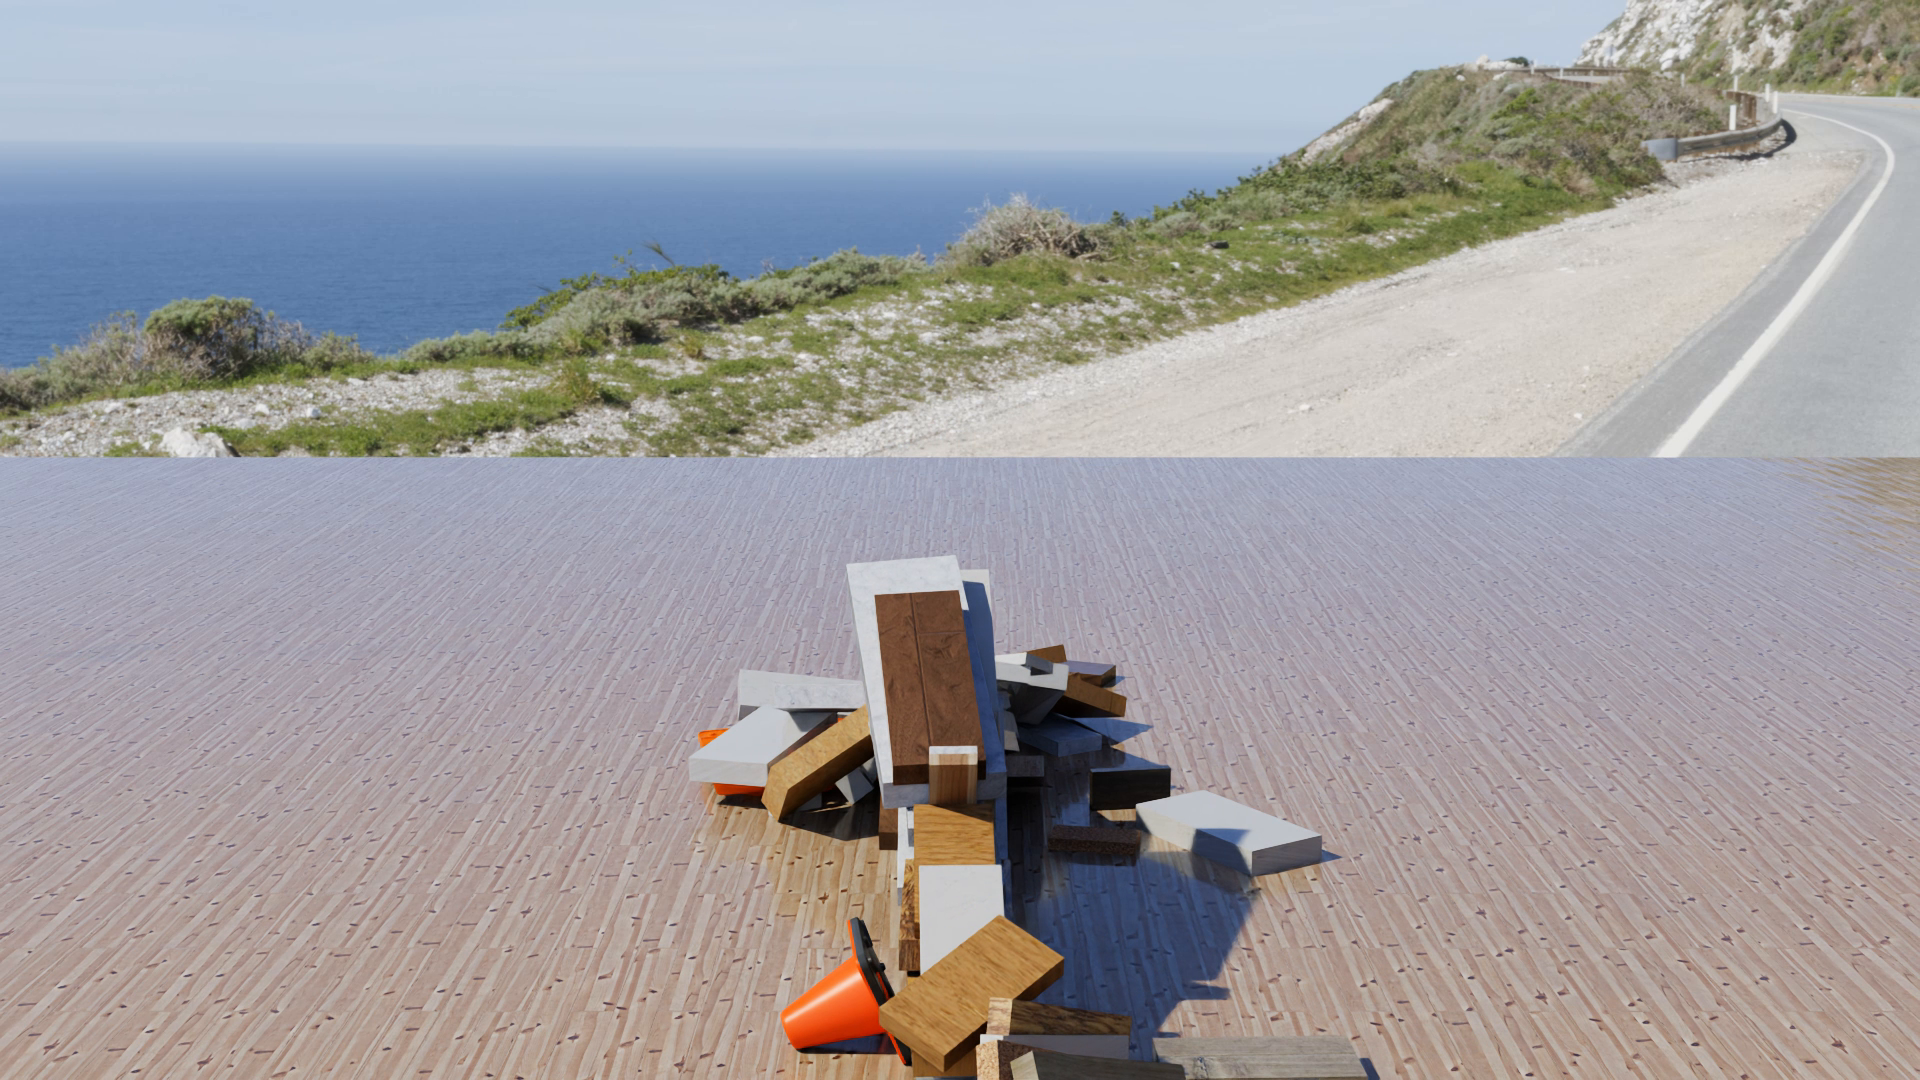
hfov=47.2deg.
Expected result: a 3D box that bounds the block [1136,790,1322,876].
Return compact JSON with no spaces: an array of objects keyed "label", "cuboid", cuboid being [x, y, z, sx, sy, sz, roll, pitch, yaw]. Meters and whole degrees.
[{"label":"block","cuboid":[0.476,0.520,3.923,0.160,0.045,0.320,-7,13,-33]}]

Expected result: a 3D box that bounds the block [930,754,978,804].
[{"label":"block","cuboid":[-0.010,0.347,3.092,0.067,0.133,0.019,-1,49,-1]}]

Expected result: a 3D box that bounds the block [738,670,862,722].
[{"label":"block","cuboid":[-0.327,0.341,4.656,0.283,0.040,0.141,6,27,-10]}]

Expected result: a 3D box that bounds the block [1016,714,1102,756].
[{"label":"block","cuboid":[0.189,0.404,4.585,0.108,0.030,0.215,-6,12,-31]}]

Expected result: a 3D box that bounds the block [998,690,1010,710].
[{"label":"block","cuboid":[0.007,0.338,4.257,0.117,0.033,0.234,-10,-11,-18]}]

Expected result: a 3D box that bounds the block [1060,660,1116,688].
[{"label":"block","cuboid":[0.243,0.307,5.109,0.215,0.030,0.108,4,11,22]}]

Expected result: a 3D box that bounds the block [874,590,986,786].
[{"label":"block","cuboid":[-0.048,0.214,3.283,0.133,0.038,0.398,-3,36,-5]}]

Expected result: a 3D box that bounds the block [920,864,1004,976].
[{"label":"block","cuboid":[0.004,0.532,2.869,0.111,0.031,0.274,0,36,-2]}]

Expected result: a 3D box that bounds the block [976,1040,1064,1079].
[{"label":"block","cuboid":[0.123,0.677,2.613,0.248,0.124,0.035,22,-36,-39]}]

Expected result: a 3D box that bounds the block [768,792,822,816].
[{"label":"block","cuboid":[-0.308,0.481,4.111,0.107,0.054,0.015,-7,12,-35]}]

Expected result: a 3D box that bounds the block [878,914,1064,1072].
[{"label":"block","cuboid":[0.016,0.567,2.765,0.111,0.031,0.222,29,44,33]}]

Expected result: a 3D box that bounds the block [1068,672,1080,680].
[{"label":"block","cuboid":[0.116,0.345,4.767,0.152,0.043,0.303,-11,1,39]}]

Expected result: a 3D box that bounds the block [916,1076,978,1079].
[{"label":"block","cuboid":[0.007,0.679,2.935,0.132,0.037,0.265,0,-2,-1]}]

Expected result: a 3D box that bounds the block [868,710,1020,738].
[{"label":"block","cuboid":[-0.023,0.353,4.073,0.176,0.050,0.447,-15,-11,10]}]

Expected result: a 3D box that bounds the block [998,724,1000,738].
[{"label":"block","cuboid":[-0.027,0.235,3.498,0.165,0.047,0.330,-1,36,-2]}]

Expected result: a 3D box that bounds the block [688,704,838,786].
[{"label":"block","cuboid":[-0.377,0.396,4.268,0.160,0.045,0.357,2,13,18]}]

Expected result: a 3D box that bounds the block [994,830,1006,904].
[{"label":"block","cuboid":[-0.002,0.449,3.138,0.111,0.031,0.221,-2,23,-5]}]

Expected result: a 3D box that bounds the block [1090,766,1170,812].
[{"label":"block","cuboid":[0.320,0.466,4.130,0.151,0.076,0.021,-2,11,-10]}]

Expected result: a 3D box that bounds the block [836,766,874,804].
[{"label":"block","cuboid":[-0.215,0.441,4.150,0.054,0.107,0.015,-38,2,11]}]

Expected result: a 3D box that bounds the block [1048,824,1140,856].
[{"label":"block","cuboid":[0.239,0.534,3.913,0.155,0.022,0.077,2,11,12]}]

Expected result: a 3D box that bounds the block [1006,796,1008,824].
[{"label":"block","cuboid":[-0.011,0.468,3.786,0.174,0.049,0.347,-1,-7,3]}]

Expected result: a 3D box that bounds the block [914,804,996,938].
[{"label":"block","cuboid":[-0.007,0.454,3.029,0.111,0.031,0.222,0,38,-2]}]

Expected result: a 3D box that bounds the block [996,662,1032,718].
[{"label":"block","cuboid":[0.059,0.318,4.353,0.117,0.033,0.536,7,-16,-1]}]

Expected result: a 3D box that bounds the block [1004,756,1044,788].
[{"label":"block","cuboid":[0.090,0.435,4.120,0.132,0.037,0.265,-1,-11,2]}]

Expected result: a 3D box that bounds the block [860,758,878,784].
[{"label":"block","cuboid":[-0.159,0.389,4.185,0.077,0.155,0.022,38,-13,1]}]

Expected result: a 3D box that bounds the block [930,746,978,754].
[{"label":"block","cuboid":[-0.010,0.339,3.111,0.067,0.133,0.019,-1,49,-1]}]

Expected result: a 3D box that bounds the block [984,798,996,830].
[{"label":"block","cuboid":[-0.003,0.431,3.259,0.111,0.031,0.221,0,23,1]}]

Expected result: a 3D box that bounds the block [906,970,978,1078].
[{"label":"block","cuboid":[0.001,0.625,2.865,0.132,0.037,0.265,-1,11,-3]}]

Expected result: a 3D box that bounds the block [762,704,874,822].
[{"label":"block","cuboid":[-0.198,0.372,4.048,0.358,0.051,0.179,-33,-16,-24]}]

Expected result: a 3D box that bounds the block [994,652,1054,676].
[{"label":"block","cuboid":[0.094,0.240,4.172,0.155,0.022,0.077,-9,-23,44]}]

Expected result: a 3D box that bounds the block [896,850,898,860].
[{"label":"block","cuboid":[-0.011,0.508,3.696,0.174,0.049,0.347,-1,-7,1]}]

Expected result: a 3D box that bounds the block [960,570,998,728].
[{"label":"block","cuboid":[-0.037,0.176,3.496,0.179,0.051,0.358,-1,36,-2]}]

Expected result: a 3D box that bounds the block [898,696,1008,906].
[{"label":"block","cuboid":[-0.012,0.398,3.404,0.165,0.047,0.373,0,45,0]}]

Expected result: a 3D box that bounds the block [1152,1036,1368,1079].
[{"label":"block","cuboid":[0.397,0.707,2.935,0.266,0.038,0.133,0,11,-2]}]

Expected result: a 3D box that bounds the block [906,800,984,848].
[{"label":"block","cuboid":[-0.024,0.378,3.224,0.111,0.031,0.221,-1,23,-3]}]

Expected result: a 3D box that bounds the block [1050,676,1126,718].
[{"label":"block","cuboid":[0.193,0.317,4.617,0.152,0.043,0.303,-6,-21,45]}]

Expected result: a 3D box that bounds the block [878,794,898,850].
[{"label":"block","cuboid":[-0.040,0.348,3.521,0.165,0.047,0.330,1,47,0]}]

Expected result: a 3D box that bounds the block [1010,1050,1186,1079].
[{"label":"block","cuboid":[0.179,0.682,2.598,0.266,0.133,0.038,17,-41,-41]}]

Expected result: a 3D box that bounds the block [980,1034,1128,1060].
[{"label":"block","cuboid":[0.117,0.671,2.696,0.035,0.124,0.248,-8,-15,40]}]

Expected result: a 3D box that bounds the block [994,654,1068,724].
[{"label":"block","cuboid":[0.101,0.302,4.429,0.176,0.050,0.353,9,-16,-5]}]

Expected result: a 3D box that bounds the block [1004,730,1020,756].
[{"label":"block","cuboid":[0.011,0.380,4.016,0.132,0.037,0.265,-16,-11,13]}]

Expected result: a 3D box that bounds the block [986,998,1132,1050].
[{"label":"block","cuboid":[0.124,0.650,2.764,0.035,0.124,0.248,-5,-18,40]}]

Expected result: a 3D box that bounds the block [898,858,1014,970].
[{"label":"block","cuboid":[-0.004,0.525,3.100,0.155,0.044,0.310,0,12,0]}]

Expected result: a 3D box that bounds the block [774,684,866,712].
[{"label":"block","cuboid":[-0.191,0.310,4.302,0.320,0.045,0.160,0,-7,6]}]

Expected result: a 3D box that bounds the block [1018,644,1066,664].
[{"label":"block","cuboid":[-0.010,0.293,4.772,0.141,0.040,0.613,-15,-5,40]}]

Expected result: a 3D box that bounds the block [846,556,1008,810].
[{"label":"block","cuboid":[-0.058,0.206,3.369,0.179,0.051,0.526,-5,36,-7]}]
